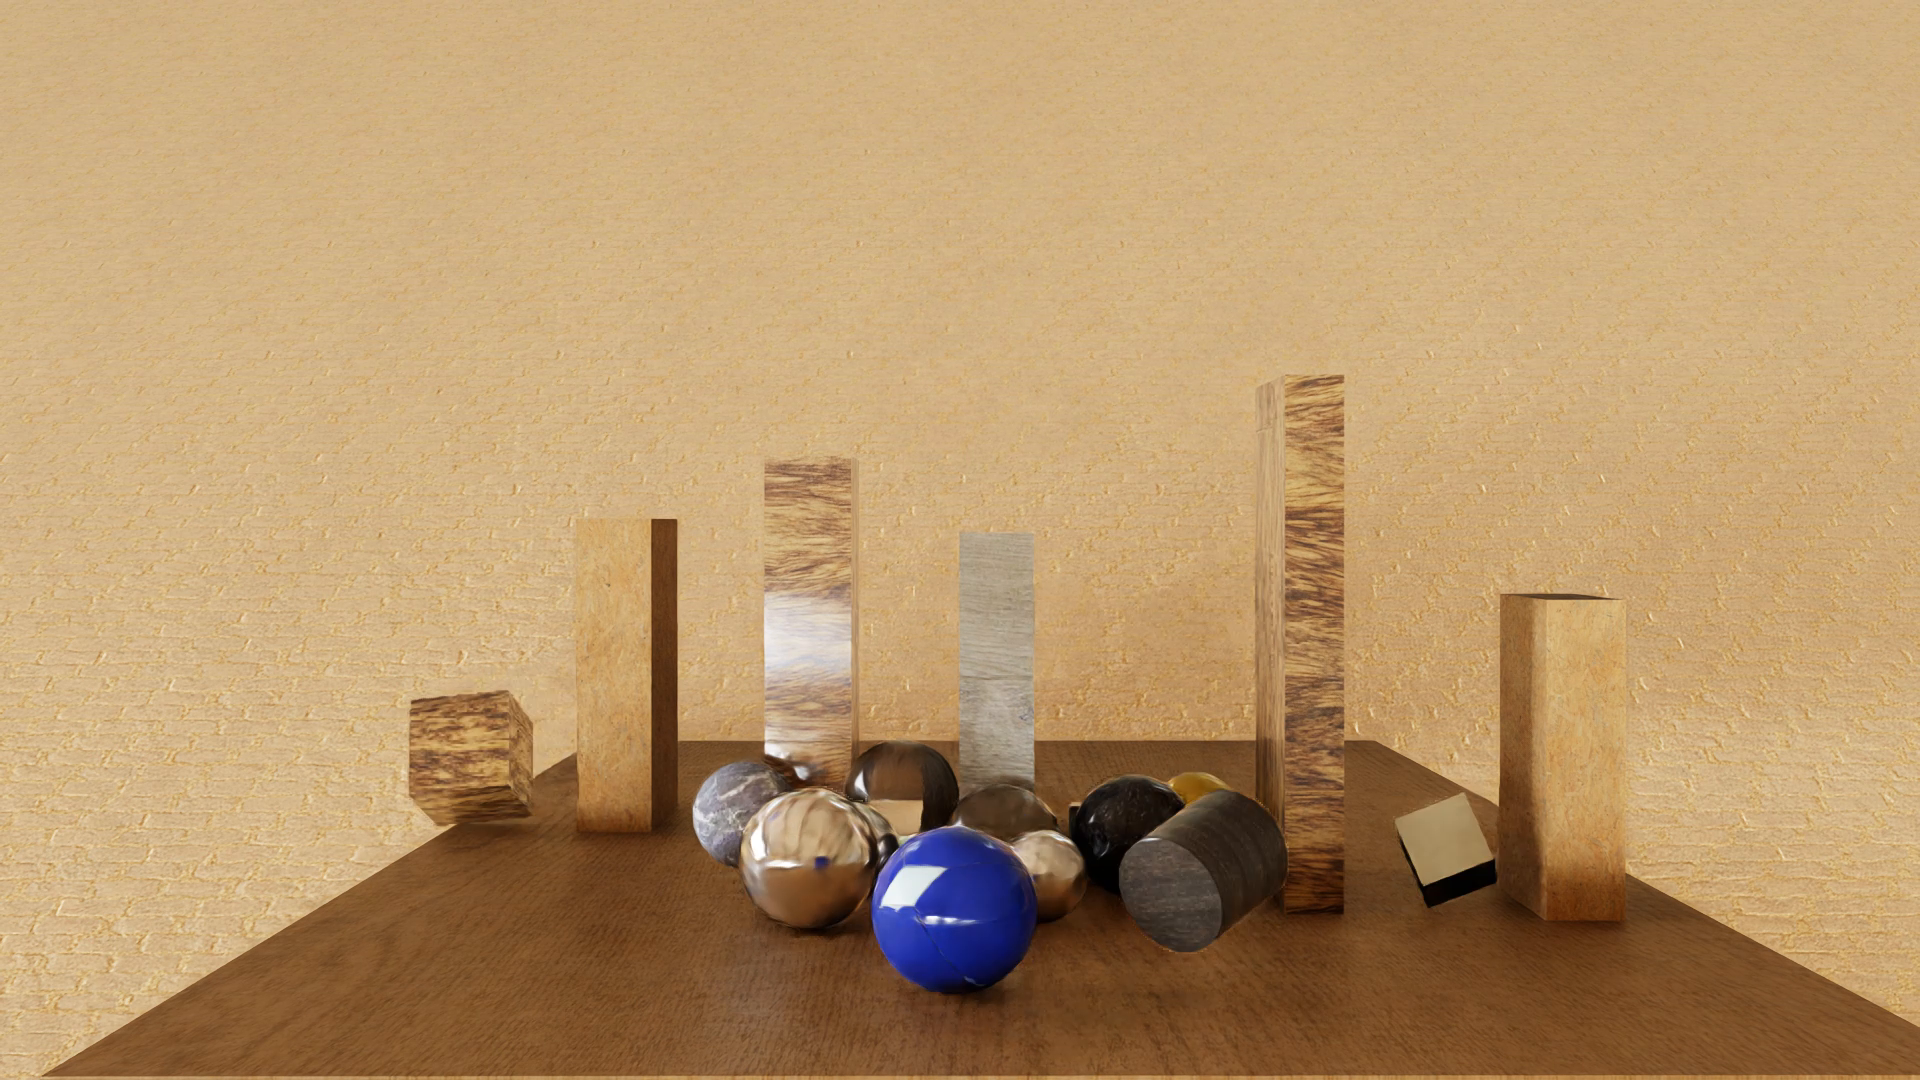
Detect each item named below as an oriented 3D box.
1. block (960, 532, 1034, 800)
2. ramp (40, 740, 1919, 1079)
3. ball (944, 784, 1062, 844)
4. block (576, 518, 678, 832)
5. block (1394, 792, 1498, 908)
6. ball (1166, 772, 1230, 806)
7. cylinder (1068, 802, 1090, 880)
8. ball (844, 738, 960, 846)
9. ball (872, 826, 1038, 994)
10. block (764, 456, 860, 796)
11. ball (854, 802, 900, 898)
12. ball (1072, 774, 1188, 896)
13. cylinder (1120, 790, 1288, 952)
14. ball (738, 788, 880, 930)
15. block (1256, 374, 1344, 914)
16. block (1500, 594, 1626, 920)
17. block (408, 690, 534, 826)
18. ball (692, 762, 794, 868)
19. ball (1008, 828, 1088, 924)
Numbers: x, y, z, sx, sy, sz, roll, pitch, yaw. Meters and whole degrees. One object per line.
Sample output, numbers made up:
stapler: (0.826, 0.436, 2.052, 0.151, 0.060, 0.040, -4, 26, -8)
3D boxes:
block: (0.055, 0.261, 4.060, 0.112, 0.545, 0.396, 0, 0, 0)
ramp: (0.065, 0.579, 4.624, 2.000, 0.100, 4.000, 0, 0, 0)
ball: (0.061, 0.446, 3.774, 0.178, 0.178, 0.178, 0, 29, 0)
block: (-0.628, 0.243, 4.905, 0.136, 0.567, 0.441, 0, 0, 0)
block: (0.700, 0.448, 3.725, 0.107, 0.107, 0.107, -22, 62, 4)
ball: (0.392, 0.458, 4.295, 0.146, 0.146, 0.146, 0, 29, 0)
cylinder: (0.229, 0.476, 4.099, 0.114, 0.114, 0.114, 0, 0, 0)
ball: (-0.089, 0.393, 3.956, 0.177, 0.177, 0.177, 0, 29, 0)
ball: (-0.006, 0.441, 3.082, 0.199, 0.199, 0.199, 0, 29, 0)
block: (-0.235, 0.201, 4.158, 0.134, 0.664, 0.326, 0, 0, 0)
ball: (-0.162, 0.461, 3.829, 0.147, 0.147, 0.147, 0, 29, 0)
ball: (0.260, 0.443, 3.870, 0.184, 0.184, 0.184, 0, 29, 0)
cylinder: (0.287, 0.389, 3.047, 0.144, 0.144, 0.144, 20, 31, 33)
ball: (-0.209, 0.440, 3.573, 0.195, 0.195, 0.195, 0, 29, 0)
block: (0.507, 0.148, 3.879, 0.084, 0.772, 0.364, 0, 0, 0)
block: (0.881, 0.309, 3.793, 0.111, 0.452, 0.314, 0, 0, 0)
block: (-0.896, 0.402, 4.749, 0.182, 0.182, 0.182, -6, 65, 3)
ball: (-0.323, 0.418, 3.918, 0.163, 0.163, 0.163, 0, 29, 0)
ball: (0.114, 0.471, 3.624, 0.131, 0.131, 0.131, 0, 29, 0)
